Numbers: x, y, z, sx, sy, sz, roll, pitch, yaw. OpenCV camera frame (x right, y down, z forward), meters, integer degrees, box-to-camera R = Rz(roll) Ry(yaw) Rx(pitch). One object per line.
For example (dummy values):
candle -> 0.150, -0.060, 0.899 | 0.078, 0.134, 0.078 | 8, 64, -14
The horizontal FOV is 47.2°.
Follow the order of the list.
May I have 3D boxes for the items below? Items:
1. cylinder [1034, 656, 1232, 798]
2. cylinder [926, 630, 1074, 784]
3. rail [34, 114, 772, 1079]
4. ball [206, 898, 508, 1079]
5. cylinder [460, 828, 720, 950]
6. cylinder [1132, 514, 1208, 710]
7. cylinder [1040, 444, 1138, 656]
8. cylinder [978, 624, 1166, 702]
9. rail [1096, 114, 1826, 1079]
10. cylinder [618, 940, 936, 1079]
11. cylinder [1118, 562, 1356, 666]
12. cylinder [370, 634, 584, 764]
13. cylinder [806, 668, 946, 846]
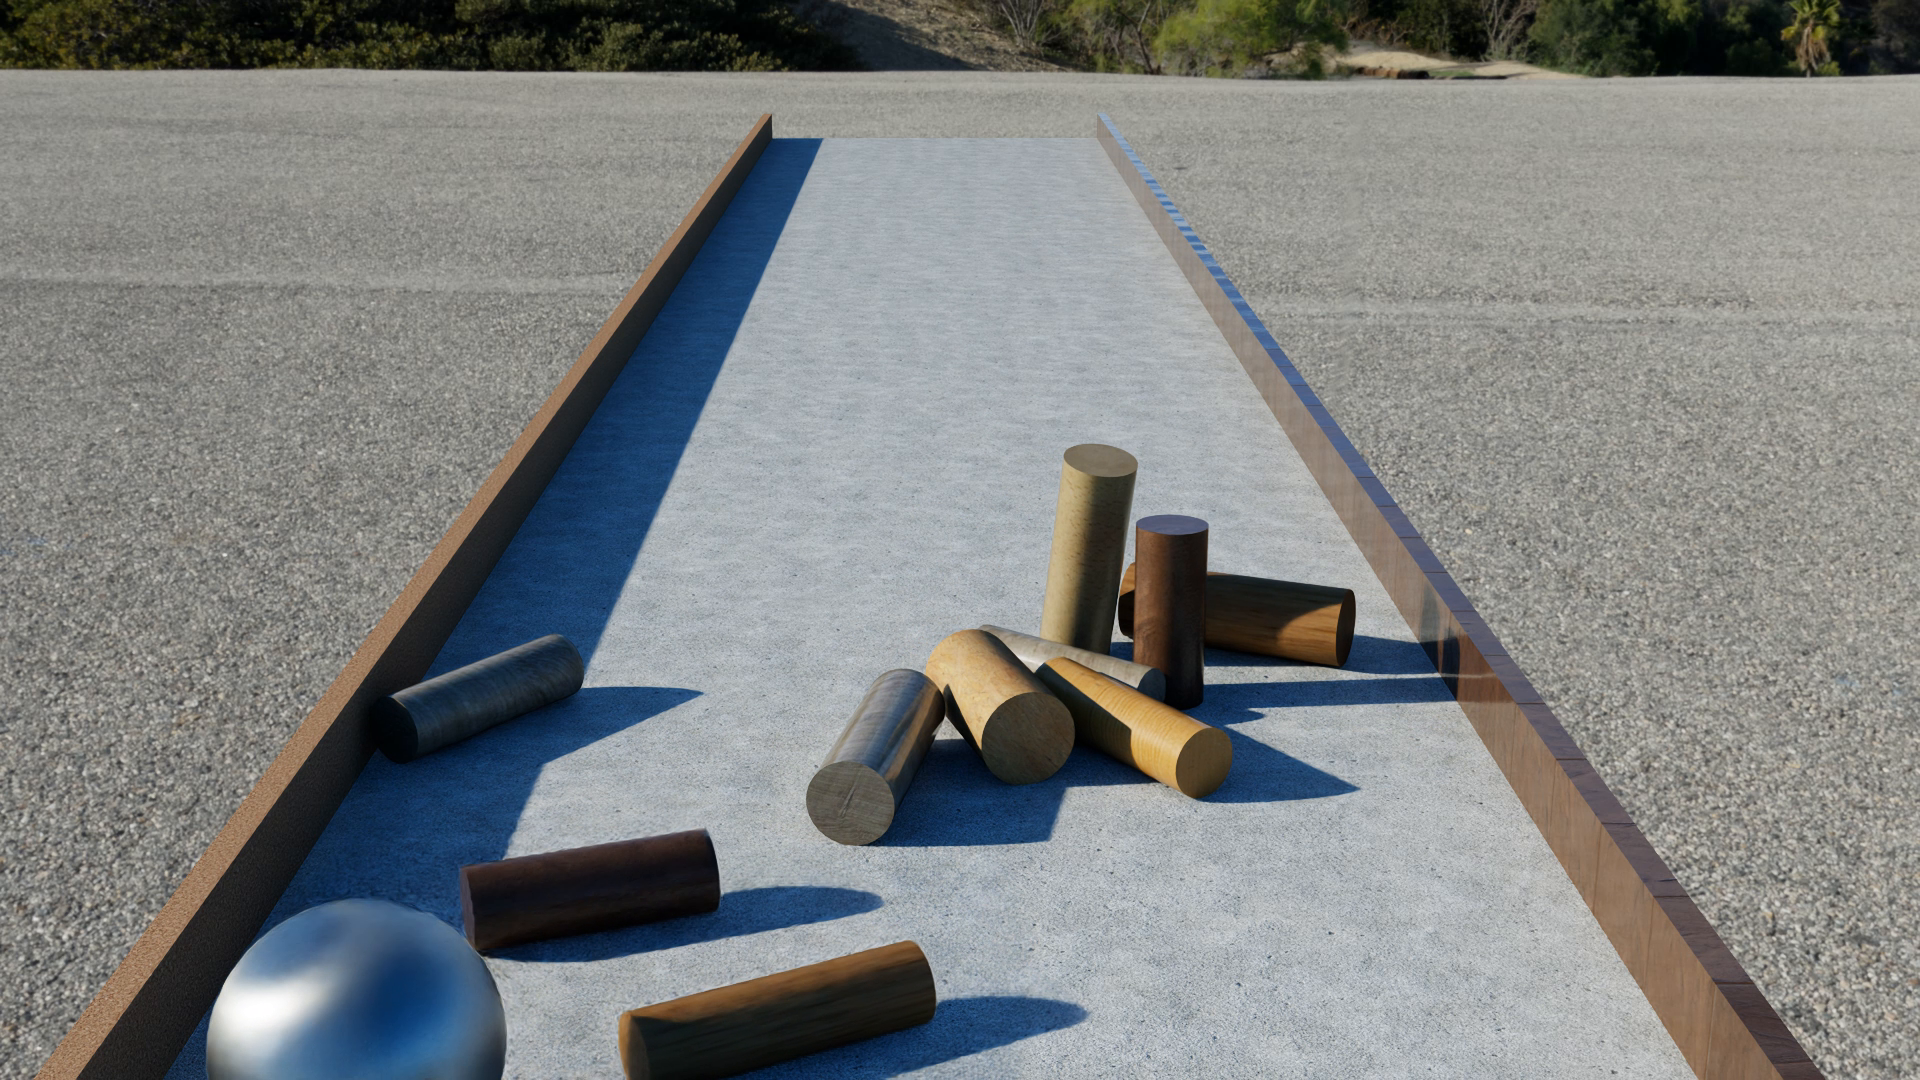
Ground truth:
cylinder -> 0.295, 0.327, 3.905 | 0.126, 0.126, 0.431 | -11, 20, -32
cylinder -> 0.067, 0.294, 3.939 | 0.171, 0.171, 0.347 | -5, 17, -16
rail -> -1.118, -0.838, 7.780 | 0.050, 0.150, 12.000 | 0, 17, -1
ball -> -0.713, 0.599, 2.608 | 0.345, 0.345, 0.345 | 0, 17, 0
cylinder -> -0.549, 0.518, 3.266 | 0.362, 0.125, 0.125 | -6, 18, -21
cylinder -> 0.397, 0.137, 4.159 | 0.136, 0.346, 0.136 | 0, 17, 0
cylinder -> 0.251, 0.031, 4.345 | 0.145, 0.422, 0.145 | 5, 28, -3
cylinder -> 0.199, 0.252, 4.199 | 0.399, 0.103, 0.103 | 13, 21, 37
rail -> 0.932, -0.844, 7.801 | 0.050, 0.150, 12.000 | 0, 17, -1
cylinder -> -0.238, 0.631, 2.907 | 0.409, 0.113, 0.113 | -9, 19, -28
cylinder -> 0.560, 0.148, 4.456 | 0.453, 0.155, 0.155 | 7, 18, 23
cylinder -> -0.882, 0.287, 4.042 | 0.125, 0.125, 0.414 | 11, 20, 33
cylinder -> -0.137, 0.362, 3.751 | 0.146, 0.146, 0.444 | 3, 17, 10
